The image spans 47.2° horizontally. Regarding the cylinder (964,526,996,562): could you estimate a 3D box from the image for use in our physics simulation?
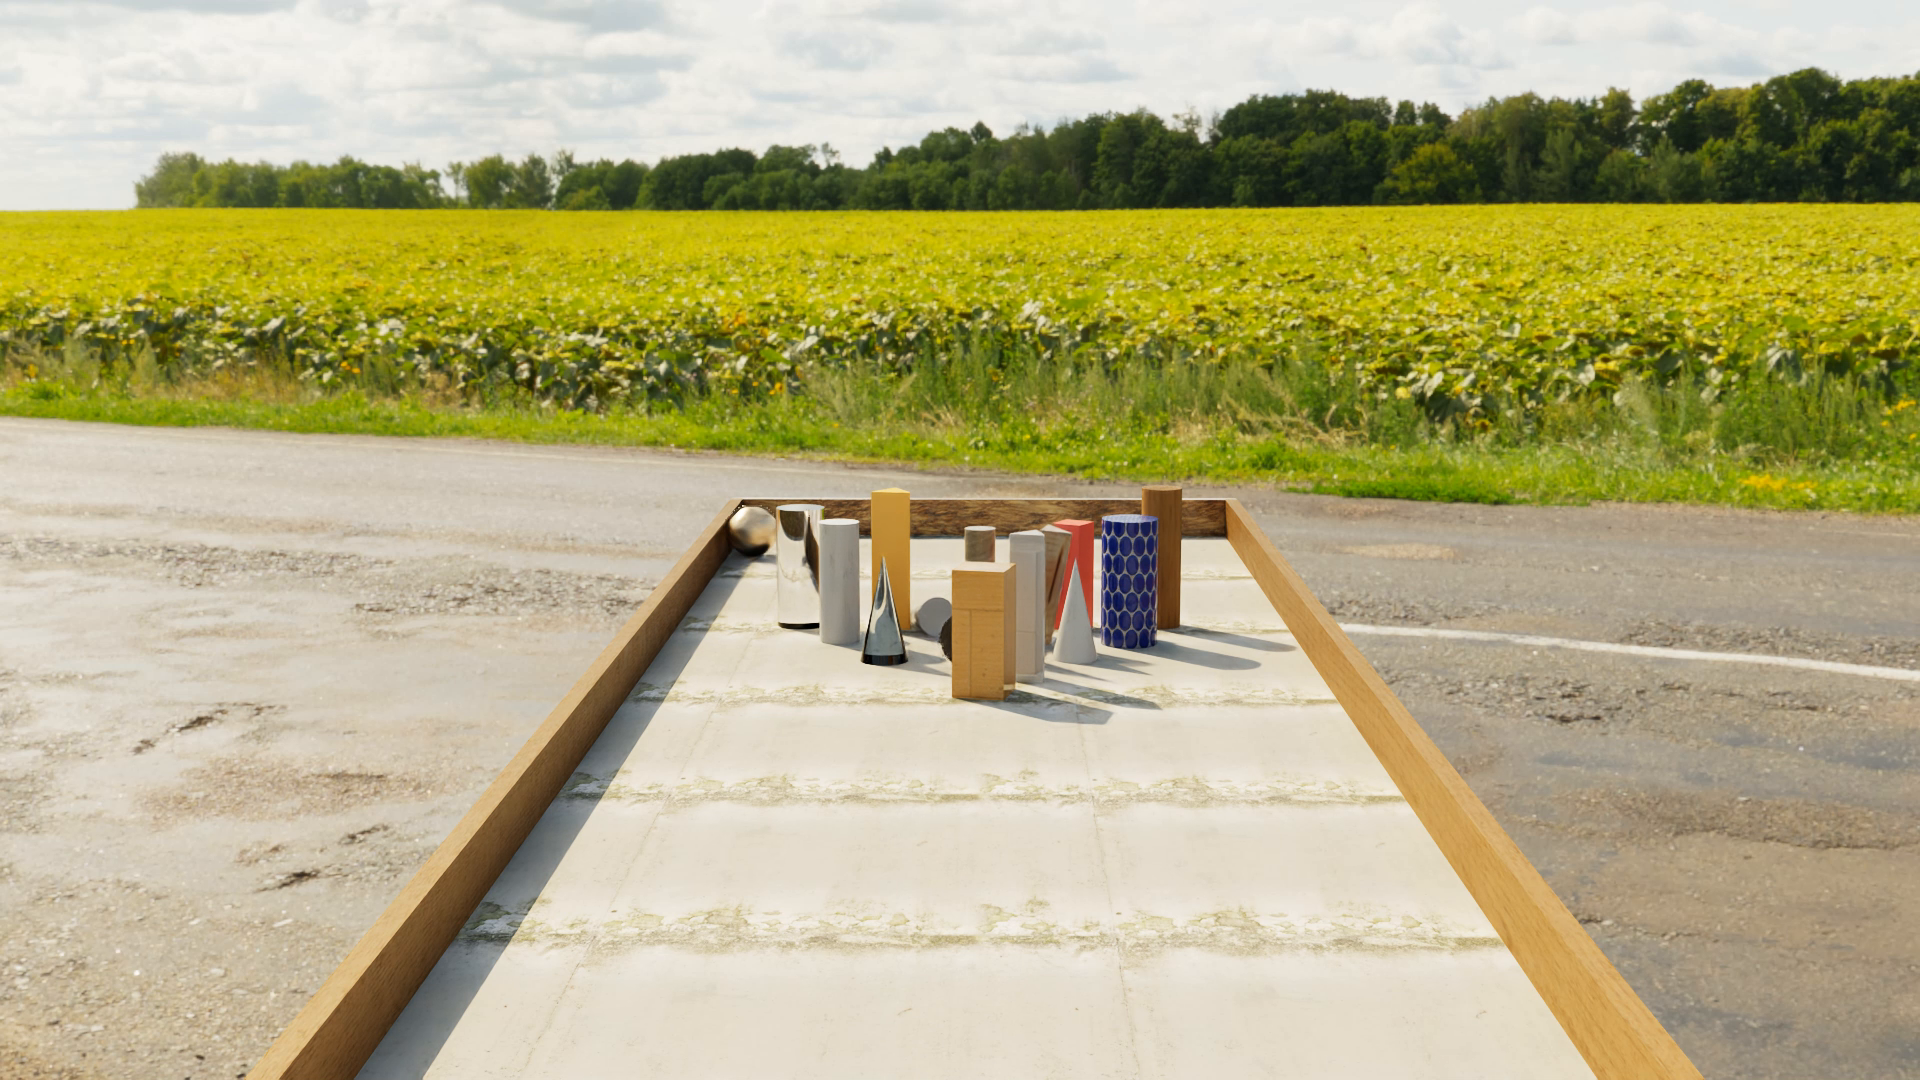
[{"bbox_3d":[0.065,0.122,7.205,0.101,0.324,0.101,0,9,0],"label":"cylinder"}]

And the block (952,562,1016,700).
[{"bbox_3d":[0.068,0.256,6.227,0.150,0.366,0.150,2,9,14],"label":"block"}]

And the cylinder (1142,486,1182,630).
[{"bbox_3d":[0.658,0.055,7.201,0.132,0.457,0.132,0,9,0],"label":"cylinder"}]

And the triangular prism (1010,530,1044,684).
[{"bbox_3d":[0.208,0.192,6.412,0.107,0.434,0.092,3,9,18],"label":"triangular prism"}]

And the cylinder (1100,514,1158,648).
[{"bbox_3d":[0.533,0.129,6.922,0.178,0.398,0.178,0,9,0],"label":"cylinder"}]

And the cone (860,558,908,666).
[{"bbox_3d":[-0.231,0.206,6.668,0.146,0.326,0.146,0,9,0],"label":"cone"}]

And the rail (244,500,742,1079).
[{"bbox_3d":[-1.004,0.839,3.234,0.050,0.150,12.000,0,9,1],"label":"rail"}]

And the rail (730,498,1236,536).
[{"bbox_3d":[0.099,-0.098,9.147,2.100,0.150,0.050,0,9,1],"label":"rail"}]

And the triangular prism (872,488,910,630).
[{"bbox_3d":[-0.219,0.060,7.192,0.124,0.451,0.108,1,9,7],"label":"triangular prism"}]

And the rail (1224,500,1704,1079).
[{"bbox_3d":[1.046,0.843,3.208,0.050,0.150,12.000,0,9,1],"label":"rail"}]

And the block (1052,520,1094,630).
[{"bbox_3d":[0.368,0.115,7.172,0.101,0.348,0.101,5,10,30],"label":"block"}]

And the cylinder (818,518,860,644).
[{"bbox_3d":[-0.382,0.131,6.964,0.129,0.382,0.129,0,9,0],"label":"cylinder"}]

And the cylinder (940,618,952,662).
[{"bbox_3d":[0.076,0.269,6.770,0.170,0.170,0.412,2,9,15],"label":"cylinder"}]

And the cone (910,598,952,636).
[{"bbox_3d":[-0.133,0.251,7.223,0.127,0.127,0.362,-3,0,-20],"label":"cone"}]

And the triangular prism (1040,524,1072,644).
[{"bbox_3d":[0.259,0.137,6.918,0.102,0.364,0.088,6,14,-16],"label":"triangular prism"}]

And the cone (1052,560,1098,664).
[{"bbox_3d":[0.351,0.207,6.695,0.140,0.316,0.140,0,9,0],"label":"cone"}]

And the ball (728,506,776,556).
[{"bbox_3d":[-0.811,-0.034,8.601,0.196,0.196,0.196,0,9,0],"label":"ball"}]

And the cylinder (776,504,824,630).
[{"bbox_3d":[-0.521,0.087,7.214,0.158,0.390,0.158,0,9,0],"label":"cylinder"}]
